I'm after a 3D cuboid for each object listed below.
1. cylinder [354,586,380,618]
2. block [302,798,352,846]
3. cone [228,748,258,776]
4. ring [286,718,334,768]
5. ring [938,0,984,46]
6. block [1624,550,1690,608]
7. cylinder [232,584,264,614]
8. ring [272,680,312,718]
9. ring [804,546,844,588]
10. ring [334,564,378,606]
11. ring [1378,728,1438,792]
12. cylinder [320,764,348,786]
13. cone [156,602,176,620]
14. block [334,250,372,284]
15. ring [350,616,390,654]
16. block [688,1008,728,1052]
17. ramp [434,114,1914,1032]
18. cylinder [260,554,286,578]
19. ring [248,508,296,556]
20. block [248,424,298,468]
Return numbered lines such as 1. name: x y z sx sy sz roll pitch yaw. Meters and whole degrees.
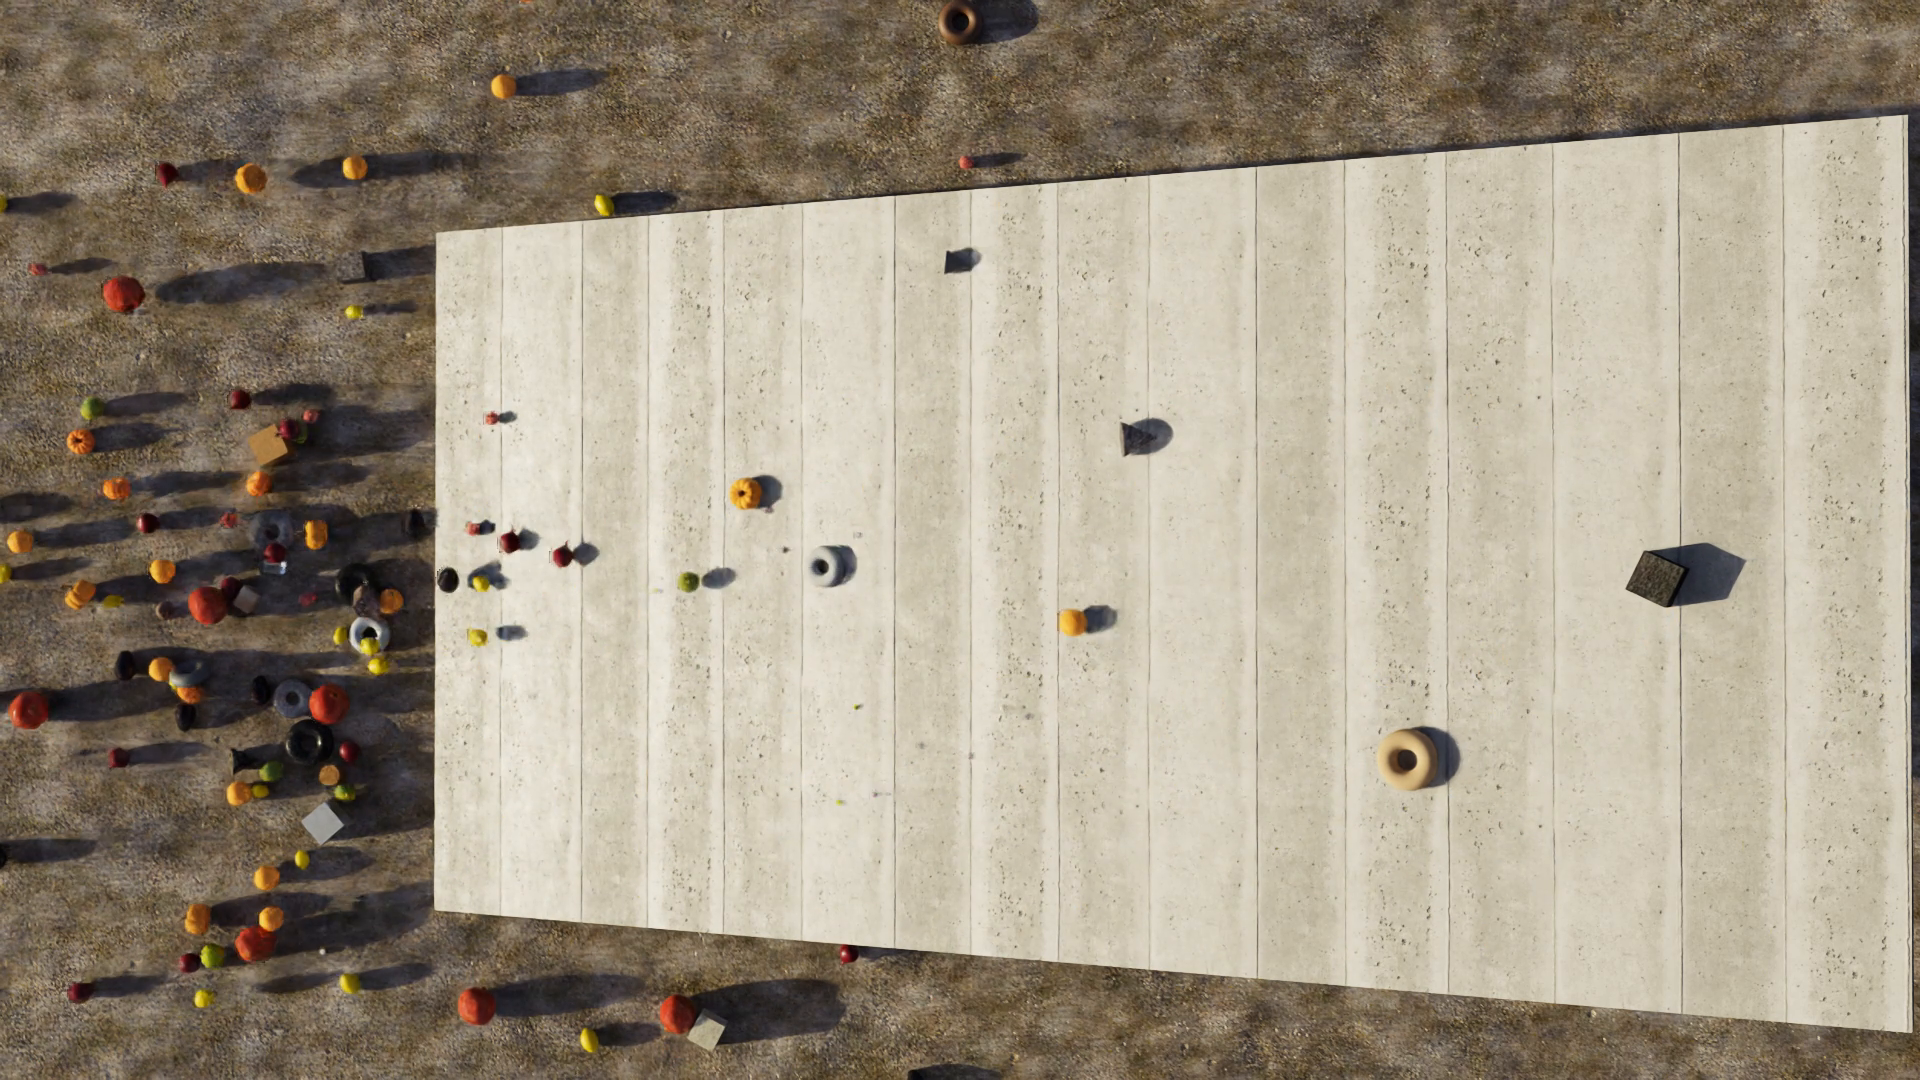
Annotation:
1. cylinder: -1.757 0.182 6.508 0.073 0.073 0.073 -7 117 -14
2. block: -1.880 0.836 6.530 0.092 0.092 0.092 -41 90 0
3. cone: -2.132 0.659 6.560 0.083 0.083 0.083 -2 89 -27
4. ring: -1.939 0.606 6.555 0.147 0.049 0.147 0 88 1
5. ring: 0.003 -1.549 6.581 0.137 0.046 0.137 0 90 -1
6. block: 1.576 0.088 4.970 0.097 0.097 0.097 28 101 23
7. cylinder: -2.121 0.176 6.552 0.065 0.065 0.065 31 89 0
8. ring: -1.992 0.475 6.561 0.118 0.039 0.118 0 91 0
9. ring: -0.366 0.072 5.917 0.115 0.038 0.115 0 91 26
10. ring: -1.801 0.134 6.563 0.131 0.044 0.131 0 90 -1
11. ring: 1.065 0.523 5.232 0.149 0.050 0.149 -1 88 26
12. cylinder: -1.863 0.702 6.541 0.062 0.062 0.062 -1 81 7
13. cone: -2.379 0.211 6.554 0.058 0.058 0.058 0 89 0
14. block: -1.809 -0.812 6.554 0.082 0.082 0.082 -10 89 0
15. ring: -1.761 0.281 6.563 0.122 0.041 0.122 0 90 0
16. block: -0.749 1.454 6.527 0.084 0.084 0.084 29 89 0
17. ramp: 0.282 0.082 5.688 4.000 0.100 2.000 0 89 25
18. cylinder: -2.048 0.077 6.555 0.060 0.060 0.060 18 89 -21
19. ring: -2.054 -0.023 6.563 0.141 0.047 0.141 0 91 0
20. block: -2.046 -0.280 6.543 0.092 0.092 0.092 -27 89 0
